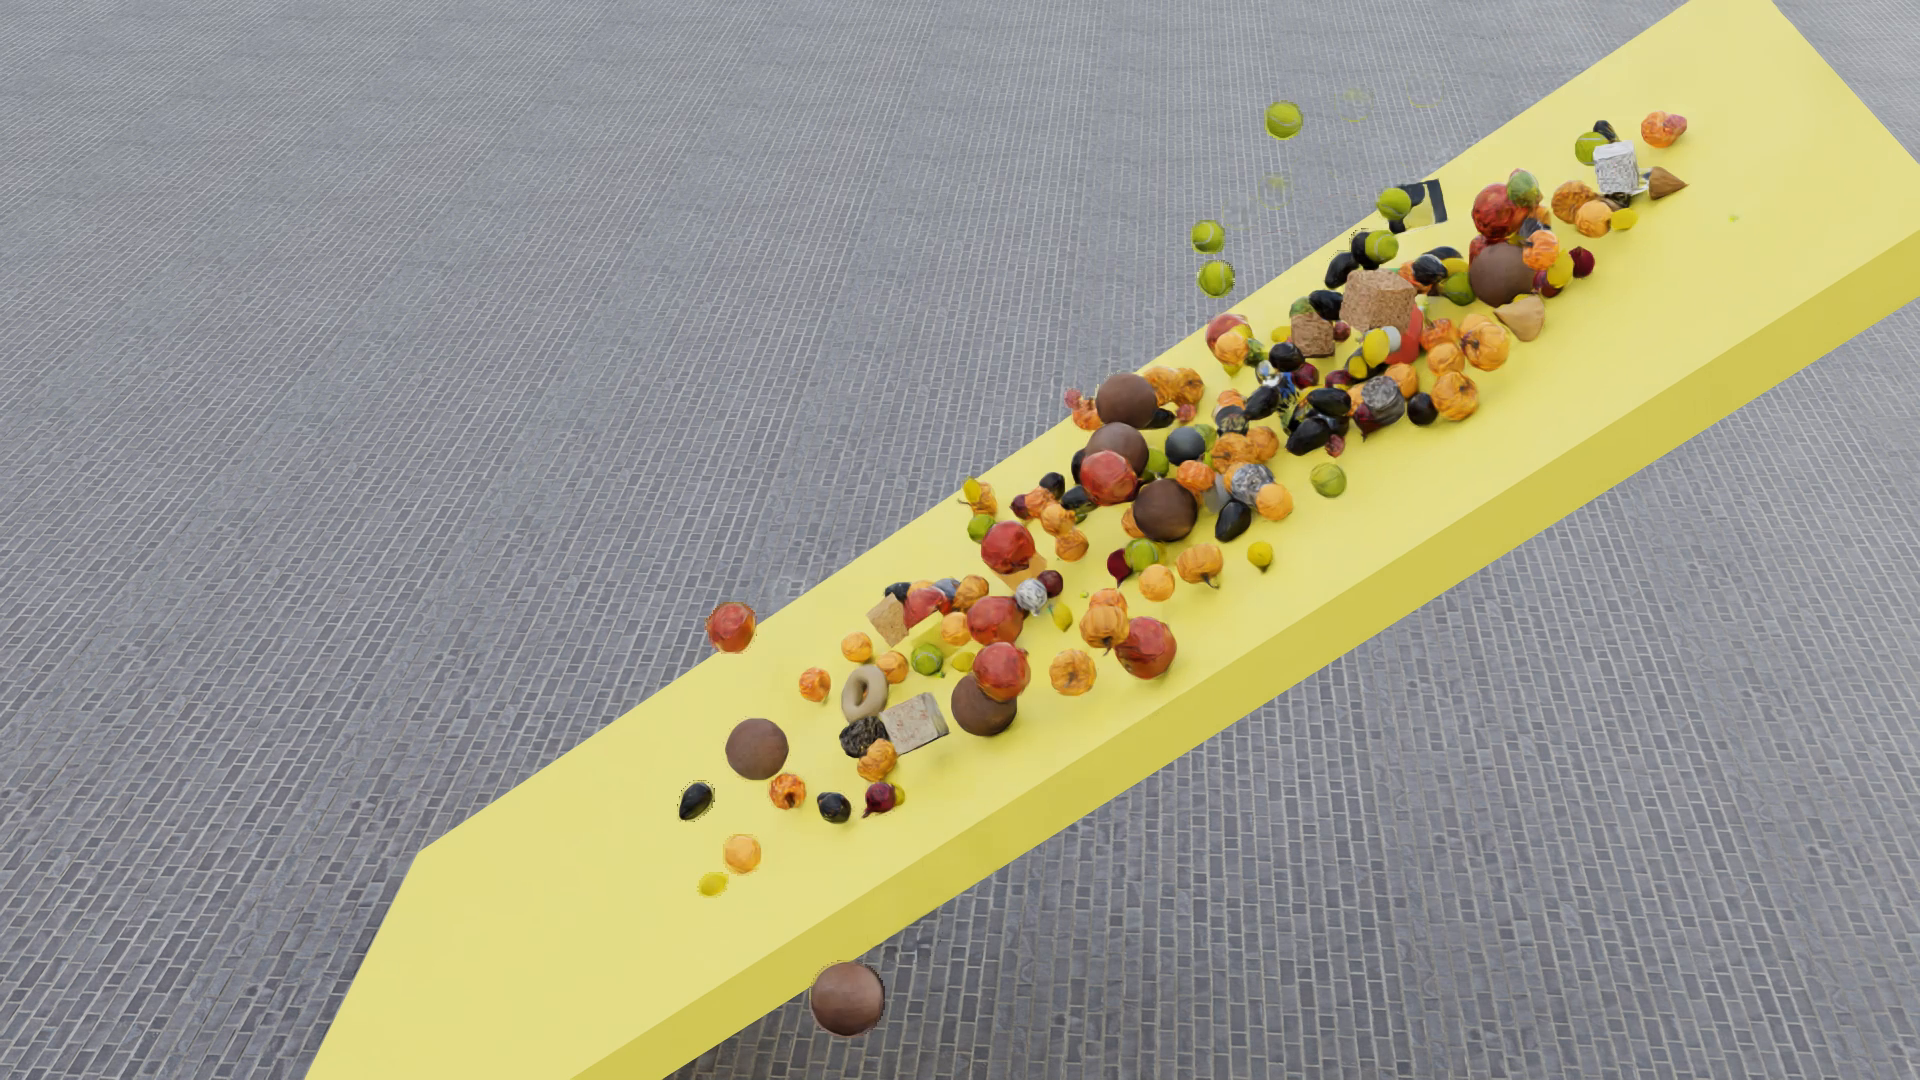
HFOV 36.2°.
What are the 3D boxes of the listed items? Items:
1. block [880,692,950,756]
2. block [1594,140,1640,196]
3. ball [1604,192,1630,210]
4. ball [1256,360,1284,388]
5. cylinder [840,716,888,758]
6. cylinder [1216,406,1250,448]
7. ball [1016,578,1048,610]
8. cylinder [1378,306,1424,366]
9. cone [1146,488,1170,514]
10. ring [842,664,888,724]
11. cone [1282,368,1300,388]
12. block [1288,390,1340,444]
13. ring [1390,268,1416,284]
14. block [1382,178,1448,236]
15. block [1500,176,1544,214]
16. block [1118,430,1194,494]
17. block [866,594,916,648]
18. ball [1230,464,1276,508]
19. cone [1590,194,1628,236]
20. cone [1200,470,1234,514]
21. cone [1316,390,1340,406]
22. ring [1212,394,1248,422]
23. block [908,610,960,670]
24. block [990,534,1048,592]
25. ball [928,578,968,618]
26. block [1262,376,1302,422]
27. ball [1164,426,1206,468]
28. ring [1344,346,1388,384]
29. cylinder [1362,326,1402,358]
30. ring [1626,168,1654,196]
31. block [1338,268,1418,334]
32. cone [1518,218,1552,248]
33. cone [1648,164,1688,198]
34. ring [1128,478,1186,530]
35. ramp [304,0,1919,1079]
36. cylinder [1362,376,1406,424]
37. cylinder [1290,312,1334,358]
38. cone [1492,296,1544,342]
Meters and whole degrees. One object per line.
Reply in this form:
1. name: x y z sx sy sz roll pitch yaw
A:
1. block: -0.088 0.358 5.745 0.091 0.091 0.091 -26 -5 13
2. block: 1.298 -0.736 5.815 0.076 0.076 0.076 -9 25 18
3. ball: 1.302 -0.672 5.832 0.052 0.052 0.052 0 22 0
4. ball: 0.645 -0.348 6.142 0.058 0.058 0.058 0 22 0
5. cylinder: -0.199 0.408 6.078 0.070 0.070 0.070 -26 4 37
6. cylinder: 0.558 -0.231 6.009 0.065 0.065 0.065 -5 62 10
7. ball: 0.148 0.113 6.074 0.066 0.066 0.066 0 22 0
8. cylinder: 0.883 -0.415 5.918 0.093 0.093 0.093 4 49 11
9. cone: 0.414 -0.088 6.035 0.050 0.050 0.050 14 31 -8
10. ring: -0.199 0.326 6.150 0.045 0.134 0.134 18 8 -37
11. cone: 0.675 -0.355 6.284 0.078 0.078 0.078 -35 16 11
12. block: 0.688 -0.239 5.731 0.064 0.064 0.064 32 52 -8
13. ring: 0.909 -0.545 6.146 0.087 0.029 0.087 -2 25 1
14. block: 0.973 -0.711 6.293 0.092 0.092 0.092 -13 0 -18
15. block: 1.138 -0.698 5.952 0.051 0.051 0.051 -43 21 -8
16. block: 0.420 -0.163 6.271 0.097 0.097 0.097 -46 17 -26
17. block: -0.153 0.180 6.607 0.079 0.079 0.079 -39 15 -2
18. ball: 0.576 -0.106 5.771 0.090 0.090 0.090 0 22 0
19. cone: 1.253 -0.627 5.750 0.075 0.075 0.075 28 18 -10
20. cone: 0.546 -0.108 5.932 0.093 0.093 0.093 -14 25 -15
21. cone: 0.738 -0.285 5.986 0.054 0.054 0.054 -35 16 11
22. ring: 0.585 -0.283 6.367 0.088 0.029 0.088 -31 17 11
23. block: -0.055 0.213 6.297 0.077 0.077 0.077 -35 16 12
24. block: 0.125 0.052 6.291 0.087 0.087 0.087 41 8 -8
25. ball: -0.027 0.127 6.463 0.087 0.087 0.087 0 22 0
26. block: 0.677 -0.296 6.142 0.060 0.060 0.060 -37 15 7
27. ball: 0.469 -0.193 6.131 0.086 0.086 0.086 0 22 0
28. ring: 0.840 -0.370 6.022 0.129 0.043 0.129 -38 14 11
29. cylinder: 0.823 -0.387 5.741 0.055 0.055 0.055 -12 25 -29
30. ring: 1.355 -0.716 5.875 0.087 0.029 0.087 -28 15 8
31. block: 0.827 -0.470 5.820 0.099 0.099 0.099 -7 31 -29
32. cone: 1.171 -0.624 5.925 0.064 0.064 0.064 -15 27 -32
33. cone: 1.390 -0.694 5.738 0.069 0.069 0.069 16 27 33
34. ring: 0.411 -0.074 6.134 0.139 0.046 0.139 -36 16 12
35. ramp: 0.131 0.177 6.316 4.000 0.100 2.000 -34 16 16
36. cylinder: 0.812 -0.268 5.634 0.070 0.070 0.070 -10 61 18
37. cylinder: 0.747 -0.432 6.229 0.089 0.089 0.089 -3 -2 0
38. cone: 1.042 -0.426 5.567 0.091 0.091 0.091 9 16 -28
